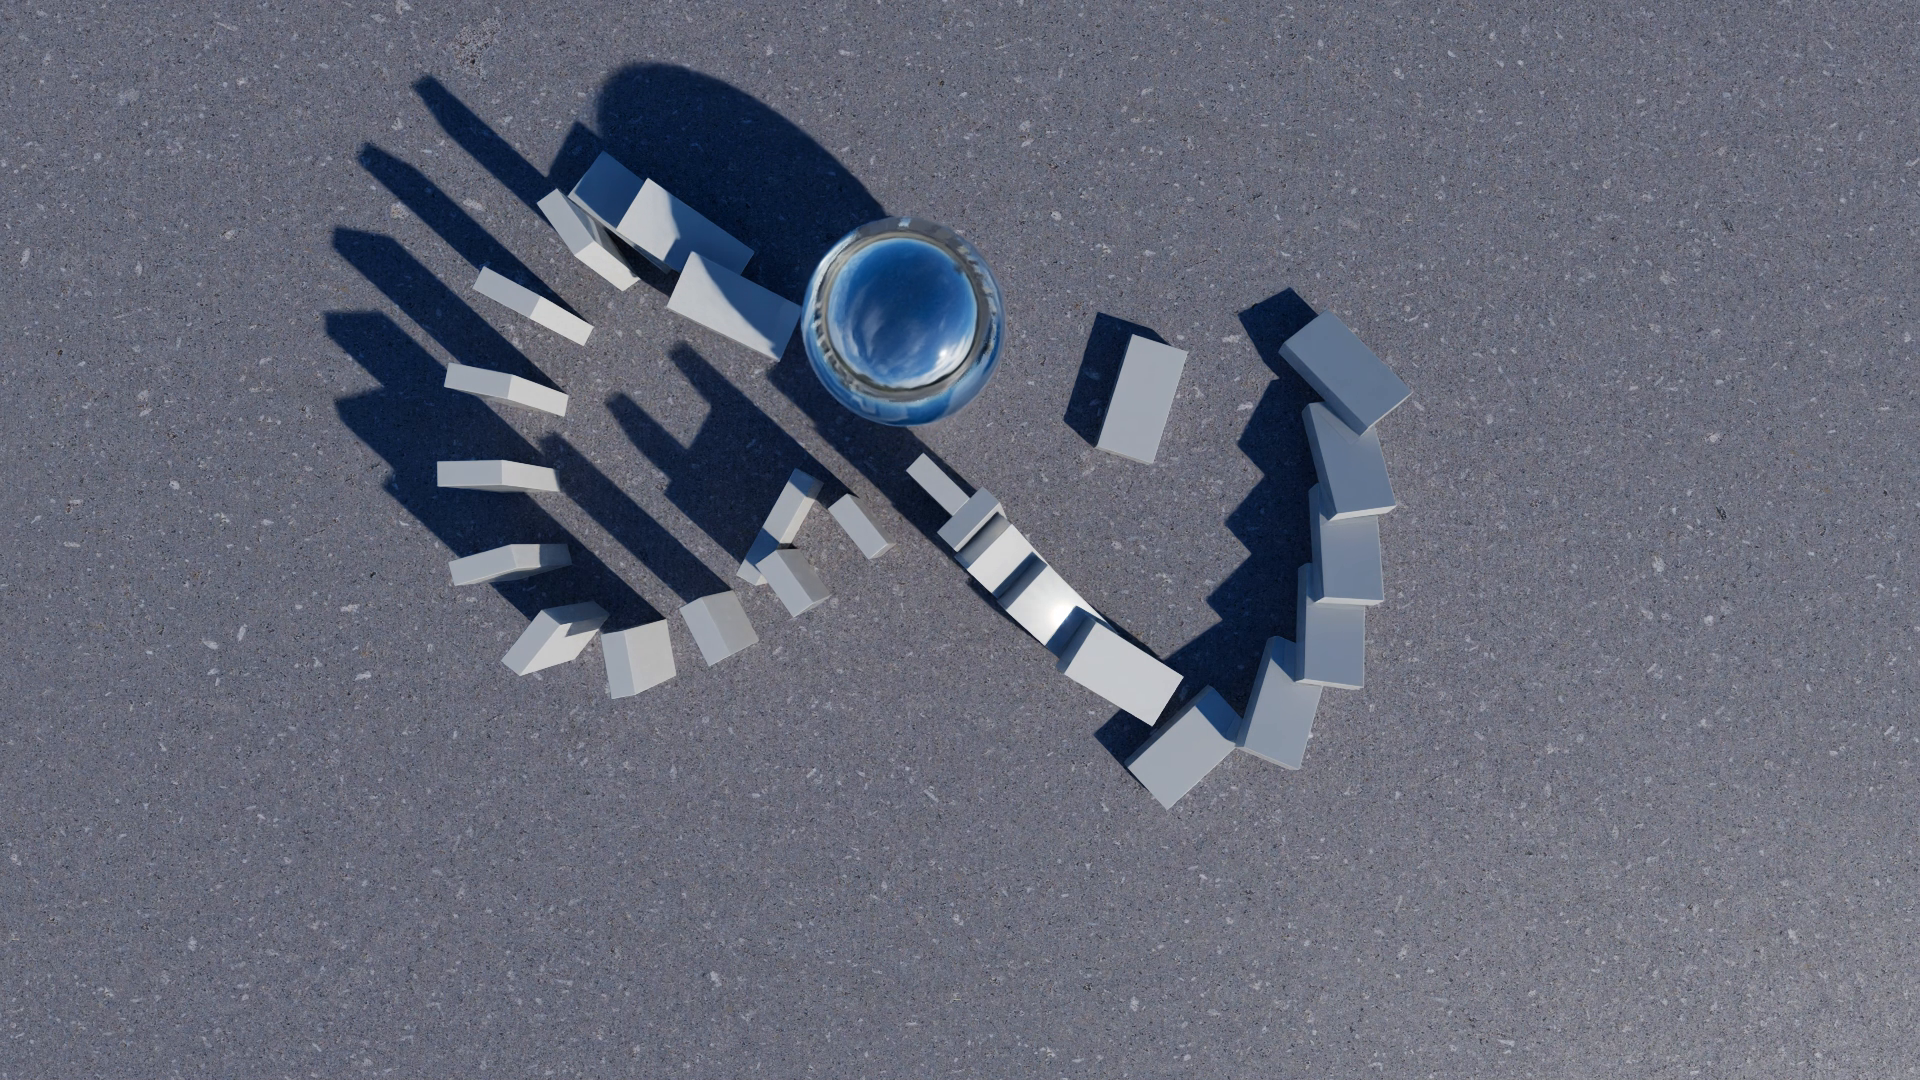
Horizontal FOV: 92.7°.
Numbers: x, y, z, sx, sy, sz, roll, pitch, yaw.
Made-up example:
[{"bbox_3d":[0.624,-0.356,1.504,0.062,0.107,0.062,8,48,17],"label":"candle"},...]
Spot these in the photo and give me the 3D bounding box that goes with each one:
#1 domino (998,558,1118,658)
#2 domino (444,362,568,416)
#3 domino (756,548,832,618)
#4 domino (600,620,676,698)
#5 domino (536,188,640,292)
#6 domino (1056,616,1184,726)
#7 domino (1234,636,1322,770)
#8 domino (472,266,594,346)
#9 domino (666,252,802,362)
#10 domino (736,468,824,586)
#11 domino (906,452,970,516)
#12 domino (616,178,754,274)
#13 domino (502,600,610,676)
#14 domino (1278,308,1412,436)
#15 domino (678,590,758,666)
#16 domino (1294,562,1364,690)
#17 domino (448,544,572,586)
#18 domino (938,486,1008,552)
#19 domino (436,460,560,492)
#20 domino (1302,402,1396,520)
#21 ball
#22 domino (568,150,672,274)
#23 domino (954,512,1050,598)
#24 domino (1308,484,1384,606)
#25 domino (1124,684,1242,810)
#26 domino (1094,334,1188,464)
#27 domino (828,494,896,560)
[{"bbox_3d":[0.041,0.033,0.384,0.025,0.009,0.050,-47,118,0],"label":"domino"},{"bbox_3d":[-0.184,-0.061,0.375,0.025,0.050,0.010,11,90,0],"label":"domino"},{"bbox_3d":[-0.067,0.017,0.375,0.009,0.050,0.025,-36,90,0],"label":"domino"},{"bbox_3d":[-0.131,0.048,0.375,0.010,0.050,0.025,-10,90,0],"label":"domino"},{"bbox_3d":[-0.151,-0.121,0.375,0.010,0.050,0.025,-36,90,0],"label":"domino"},{"bbox_3d":[0.068,0.056,0.387,0.050,0.009,0.025,32,90,-20],"label":"domino"},{"bbox_3d":[0.137,0.069,0.389,0.025,0.010,0.050,22,75,0],"label":"domino"},{"bbox_3d":[-0.173,-0.095,0.375,0.025,0.050,0.010,28,90,0],"label":"domino"},{"bbox_3d":[-0.095,-0.098,0.387,0.050,0.009,0.025,24,90,-19],"label":"domino"},{"bbox_3d":[-0.076,-0.005,0.388,0.010,0.025,0.050,29,90,0],"label":"domino"},{"bbox_3d":[-0.008,-0.021,0.375,0.025,0.050,0.009,44,90,0],"label":"domino"},{"bbox_3d":[-0.115,-0.126,0.387,0.050,0.009,0.025,32,92,-19],"label":"domino"},{"bbox_3d":[-0.164,0.039,0.375,0.010,0.050,0.025,39,90,0],"label":"domino"},{"bbox_3d":[0.163,-0.071,0.388,0.025,0.010,0.050,-38,76,-5],"label":"domino"},{"bbox_3d":[-0.098,0.035,0.375,0.009,0.050,0.025,-27,90,0],"label":"domino"},{"bbox_3d":[0.157,0.036,0.389,0.025,0.009,0.050,8,74,0],"label":"domino"},{"bbox_3d":[-0.182,0.010,0.375,0.025,0.050,0.009,-16,90,0],"label":"domino"},{"bbox_3d":[0.006,-0.006,0.375,0.010,0.050,0.025,44,90,8],"label":"domino"},{"bbox_3d":[-0.187,-0.026,0.375,0.025,0.050,0.010,-1,90,0],"label":"domino"},{"bbox_3d":[0.164,-0.035,0.389,0.025,0.009,0.050,-8,74,0],"label":"domino"},{"bbox_3d":[-0.022,-0.085,0.360,0.080,0.080,0.080,0,90,0],"label":"ball"},{"bbox_3d":[-0.140,-0.141,0.395,0.050,0.010,0.025,38,90,0],"label":"domino"},{"bbox_3d":[0.021,0.012,0.378,0.025,0.050,0.009,-46,48,0],"label":"domino"},{"bbox_3d":[0.163,0.002,0.389,0.025,0.009,0.050,3,74,0],"label":"domino"},{"bbox_3d":[0.098,0.089,0.395,0.050,0.009,0.025,-43,90,0],"label":"domino"},{"bbox_3d":[0.078,-0.060,0.395,0.025,0.010,0.050,17,90,0],"label":"domino"},{"bbox_3d":[-0.039,-0.005,0.375,0.009,0.050,0.025,-39,90,0],"label":"domino"}]
